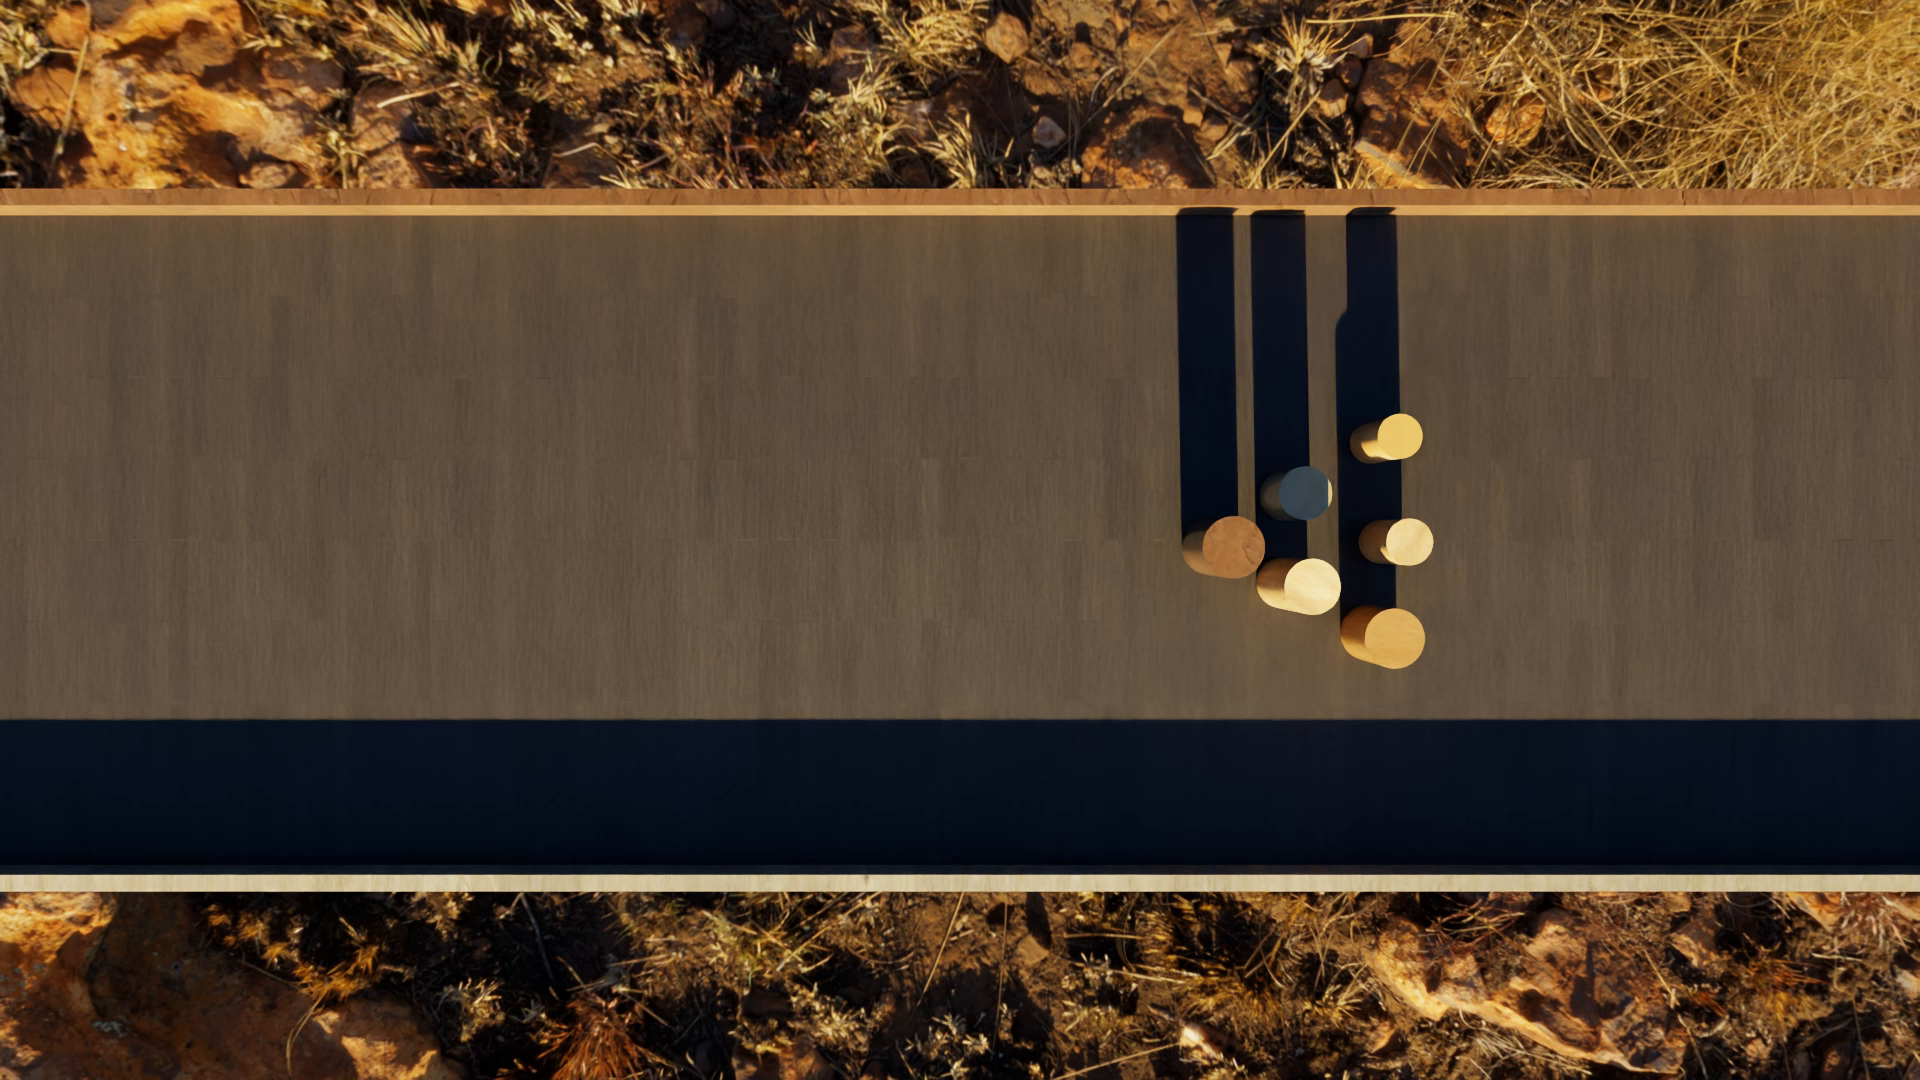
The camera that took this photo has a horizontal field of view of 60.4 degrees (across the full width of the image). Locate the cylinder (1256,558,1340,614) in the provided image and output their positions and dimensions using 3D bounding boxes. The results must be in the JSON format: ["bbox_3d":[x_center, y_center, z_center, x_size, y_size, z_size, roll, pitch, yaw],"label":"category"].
[{"bbox_3d":[0.992,0.132,4.857,0.158,0.438,0.158,0,90,0],"label":"cylinder"}]

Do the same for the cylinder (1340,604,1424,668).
[{"bbox_3d":[1.257,0.285,4.923,0.174,0.308,0.174,0,90,0],"label":"cylinder"}]

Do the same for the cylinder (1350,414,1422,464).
[{"bbox_3d":[1.264,-0.298,4.906,0.129,0.341,0.129,0,90,0],"label":"cylinder"}]

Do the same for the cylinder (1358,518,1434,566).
[{"bbox_3d":[1.294,0.006,4.912,0.135,0.330,0.135,0,90,0],"label":"cylinder"}]

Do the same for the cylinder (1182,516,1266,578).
[{"bbox_3d":[0.770,0.020,4.857,0.176,0.438,0.176,0,90,0],"label":"cylinder"}]

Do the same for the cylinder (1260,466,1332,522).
[{"bbox_3d":[1.000,-0.135,4.925,0.156,0.303,0.156,0,90,0],"label":"cylinder"}]

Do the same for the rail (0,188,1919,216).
[{"bbox_3d":[-2.247,-1.025,5.002,12.000,0.150,0.050,0,90,0],"label":"rail"}]

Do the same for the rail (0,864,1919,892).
[{"bbox_3d":[-2.247,1.025,5.001,12.000,0.150,0.050,0,90,0],"label":"rail"}]
